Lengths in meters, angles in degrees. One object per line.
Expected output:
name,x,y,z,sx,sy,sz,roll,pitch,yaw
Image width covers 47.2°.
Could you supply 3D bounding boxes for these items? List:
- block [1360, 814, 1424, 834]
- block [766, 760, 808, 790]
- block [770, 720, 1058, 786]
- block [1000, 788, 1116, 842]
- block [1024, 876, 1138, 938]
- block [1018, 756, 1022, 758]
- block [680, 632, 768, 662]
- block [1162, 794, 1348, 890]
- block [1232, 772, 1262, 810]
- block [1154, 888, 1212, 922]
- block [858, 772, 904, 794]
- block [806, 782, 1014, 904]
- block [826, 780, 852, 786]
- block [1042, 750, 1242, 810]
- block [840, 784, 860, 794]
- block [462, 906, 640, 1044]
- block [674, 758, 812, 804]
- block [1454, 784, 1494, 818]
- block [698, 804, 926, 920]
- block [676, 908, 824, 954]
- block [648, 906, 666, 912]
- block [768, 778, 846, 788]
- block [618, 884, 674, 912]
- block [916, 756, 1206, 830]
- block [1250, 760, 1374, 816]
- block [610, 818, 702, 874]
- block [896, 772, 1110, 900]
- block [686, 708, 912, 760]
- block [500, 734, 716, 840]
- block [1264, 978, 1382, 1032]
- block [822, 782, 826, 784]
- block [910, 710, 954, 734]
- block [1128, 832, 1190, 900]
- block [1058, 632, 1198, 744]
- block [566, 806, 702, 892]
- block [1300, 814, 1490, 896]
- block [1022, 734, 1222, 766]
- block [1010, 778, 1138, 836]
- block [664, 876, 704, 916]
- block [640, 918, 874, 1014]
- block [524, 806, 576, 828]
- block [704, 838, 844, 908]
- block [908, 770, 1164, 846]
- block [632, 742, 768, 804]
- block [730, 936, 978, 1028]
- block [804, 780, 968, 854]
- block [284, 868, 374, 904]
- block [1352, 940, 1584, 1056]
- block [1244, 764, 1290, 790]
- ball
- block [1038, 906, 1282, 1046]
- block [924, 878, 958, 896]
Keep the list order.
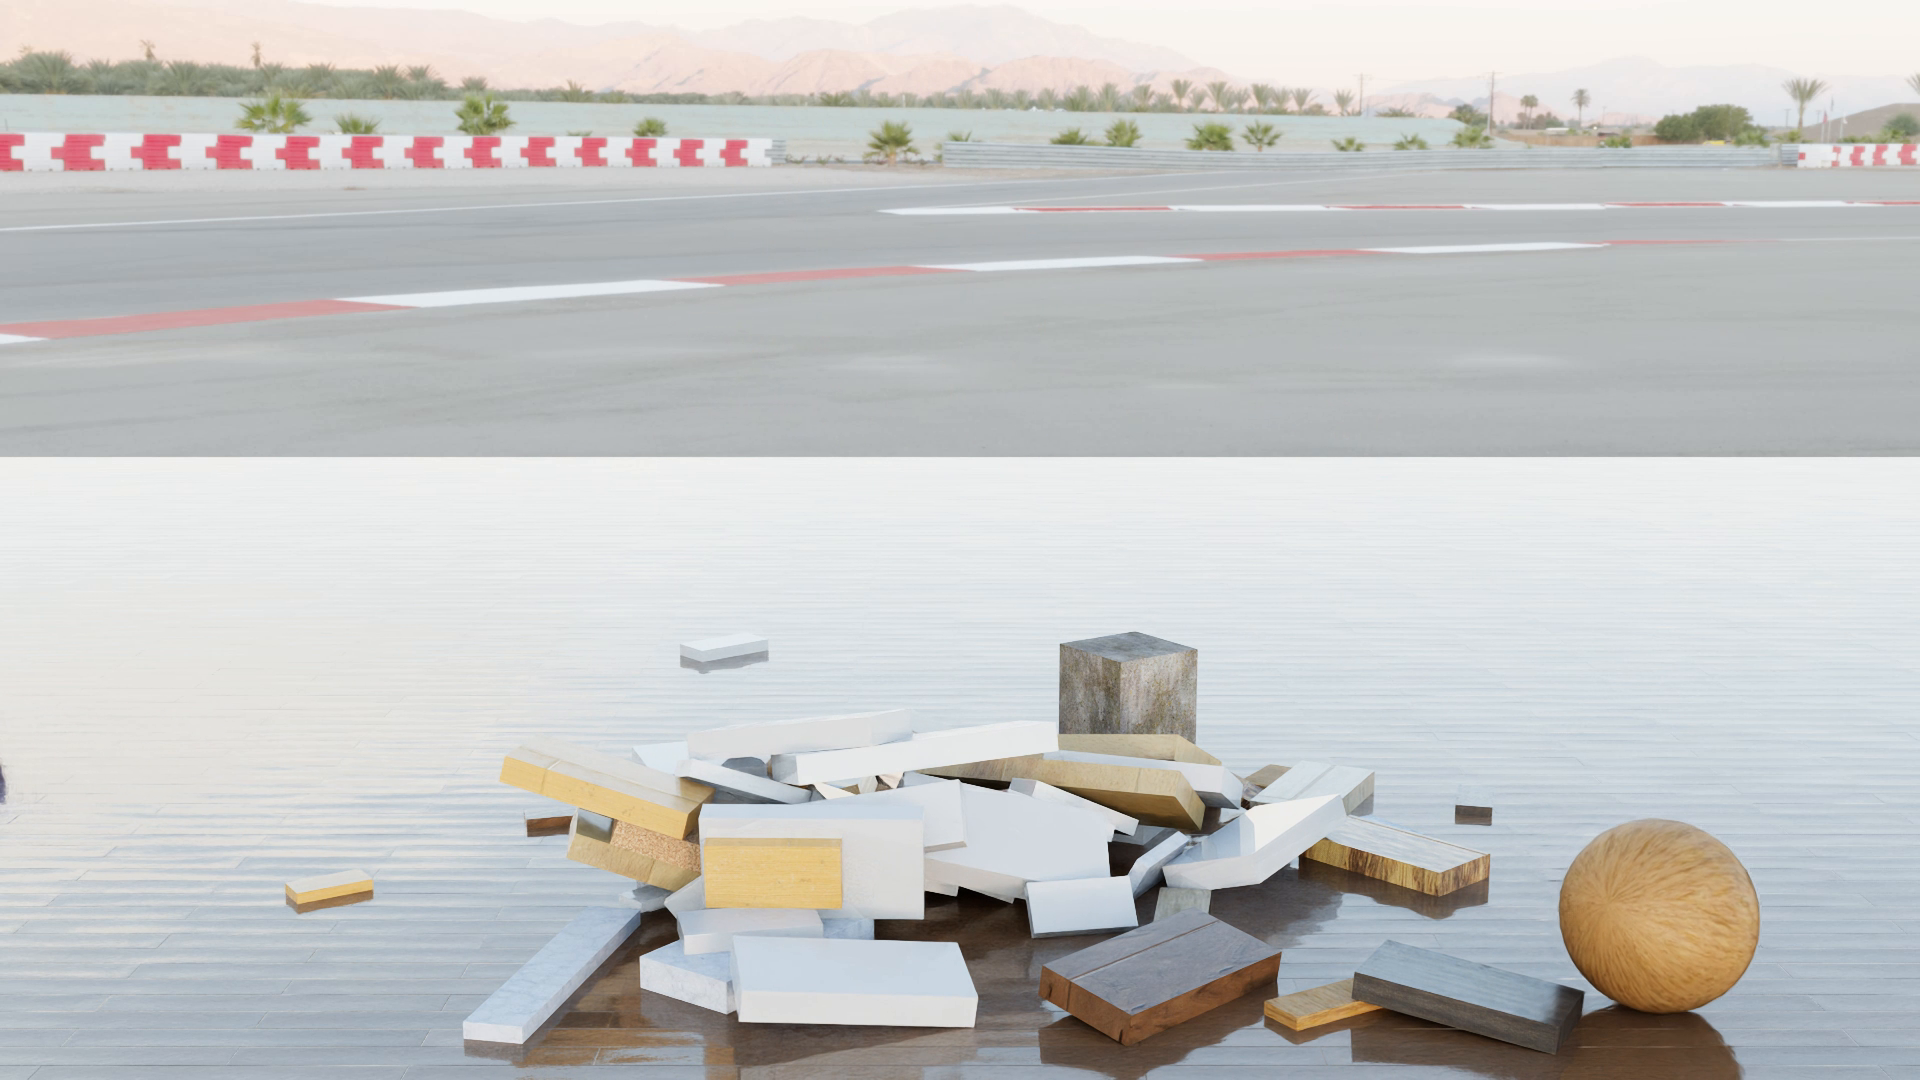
block,0.763,0.526,3.961,0.067,0.019,0.134,-7,13,-34
block,-0.246,0.468,3.800,0.031,0.219,0.109,-47,32,-20
block,-0.076,0.352,3.659,0.448,0.047,0.167,-6,-2,-19
block,0.148,0.471,3.735,0.206,0.029,0.103,21,-17,-19
block,0.192,0.583,3.491,0.168,0.084,0.024,-2,-30,-11
block,0.017,0.419,4.265,0.219,0.031,0.109,14,-10,-28
block,-0.575,0.261,5.365,0.193,0.027,0.097,-9,14,-39
block,0.507,0.517,3.751,0.173,0.049,0.346,-14,3,36
block,0.505,0.461,4.145,0.134,0.019,0.067,28,27,15
block,0.359,0.601,3.544,0.084,0.024,0.168,2,11,9
block,0.005,0.475,3.731,0.351,0.050,0.176,22,4,-10
block,-0.082,0.500,3.654,0.351,0.050,0.175,21,5,-17
block,-0.180,0.496,4.090,0.259,0.031,0.109,8,13,37
block,0.328,0.429,3.948,0.329,0.047,0.165,4,-16,20
block,-0.171,0.477,3.985,0.185,0.026,0.093,-12,30,-32
block,-0.604,0.645,3.302,0.088,0.025,0.480,2,11,12
block,-0.362,0.407,3.661,0.209,0.030,0.104,18,-13,-18
block,0.970,0.491,4.147,0.067,0.019,0.134,3,11,14
block,-0.227,0.499,3.410,0.343,0.171,0.049,0,20,1
block,-0.319,0.588,3.335,0.209,0.030,0.104,-2,11,-13
block,-0.483,0.586,3.643,0.118,0.017,0.059,-10,14,-43
block,-0.297,0.477,4.006,0.185,0.026,0.093,10,34,-5
block,-0.492,0.579,3.591,0.059,0.017,0.118,10,14,43
block,0.177,0.443,3.903,0.489,0.047,0.165,2,-27,25
block,0.665,0.481,4.140,0.147,0.042,0.294,5,12,27
block,-0.413,0.500,3.604,0.313,0.044,0.157,20,10,-10
block,0.069,0.492,3.579,0.351,0.050,0.175,14,40,-13
block,-0.267,0.326,3.673,0.335,0.047,0.167,-7,-2,22
block,-0.570,0.398,3.573,0.313,0.044,0.157,17,11,7
block,0.535,0.670,3.183,0.183,0.020,0.072,-6,12,-31
block,-0.314,0.458,4.131,0.093,0.026,0.185,2,19,23
block,-0.092,0.398,4.626,0.097,0.027,0.193,-6,12,-30
block,0.321,0.547,3.666,0.024,0.084,0.168,36,25,19
block,0.348,0.320,4.569,0.203,0.203,0.203,-7,13,-34
block,-0.484,0.520,3.606,0.313,0.044,0.157,20,10,-12
block,0.749,0.544,3.805,0.147,0.042,0.294,-10,14,-42
block,0.297,0.407,4.063,0.329,0.047,0.165,-4,-24,36
block,0.196,0.463,3.814,0.206,0.029,0.103,23,-12,-20
block,-0.397,0.561,3.473,0.128,0.064,0.018,-34,15,14
block,-0.304,0.625,3.349,0.171,0.049,0.343,8,13,35
block,-0.738,0.509,4.056,0.126,0.018,0.063,-3,11,-16
block,-0.285,0.511,3.373,0.209,0.104,0.030,0,18,1
block,0.129,0.484,4.104,0.525,0.049,0.173,5,12,26
block,-0.451,0.466,3.806,0.193,0.193,0.193,-4,11,-19
block,-0.156,0.633,3.160,0.335,0.047,0.167,4,16,-12
block,-0.193,0.462,3.482,0.406,0.103,0.029,-10,-29,9
block,-1.055,0.579,3.679,0.128,0.018,0.064,-7,13,-34
block,0.728,0.652,3.154,0.294,0.042,0.147,11,14,27
block,0.605,0.467,4.273,0.072,0.020,0.143,7,12,32
ball,1.007,0.541,3.171,0.278,0.278,0.278,0,11,0
block,0.297,0.635,3.224,0.343,0.049,0.171,-10,24,-44
block,-0.092,0.554,3.672,0.176,0.025,0.088,12,6,-7
